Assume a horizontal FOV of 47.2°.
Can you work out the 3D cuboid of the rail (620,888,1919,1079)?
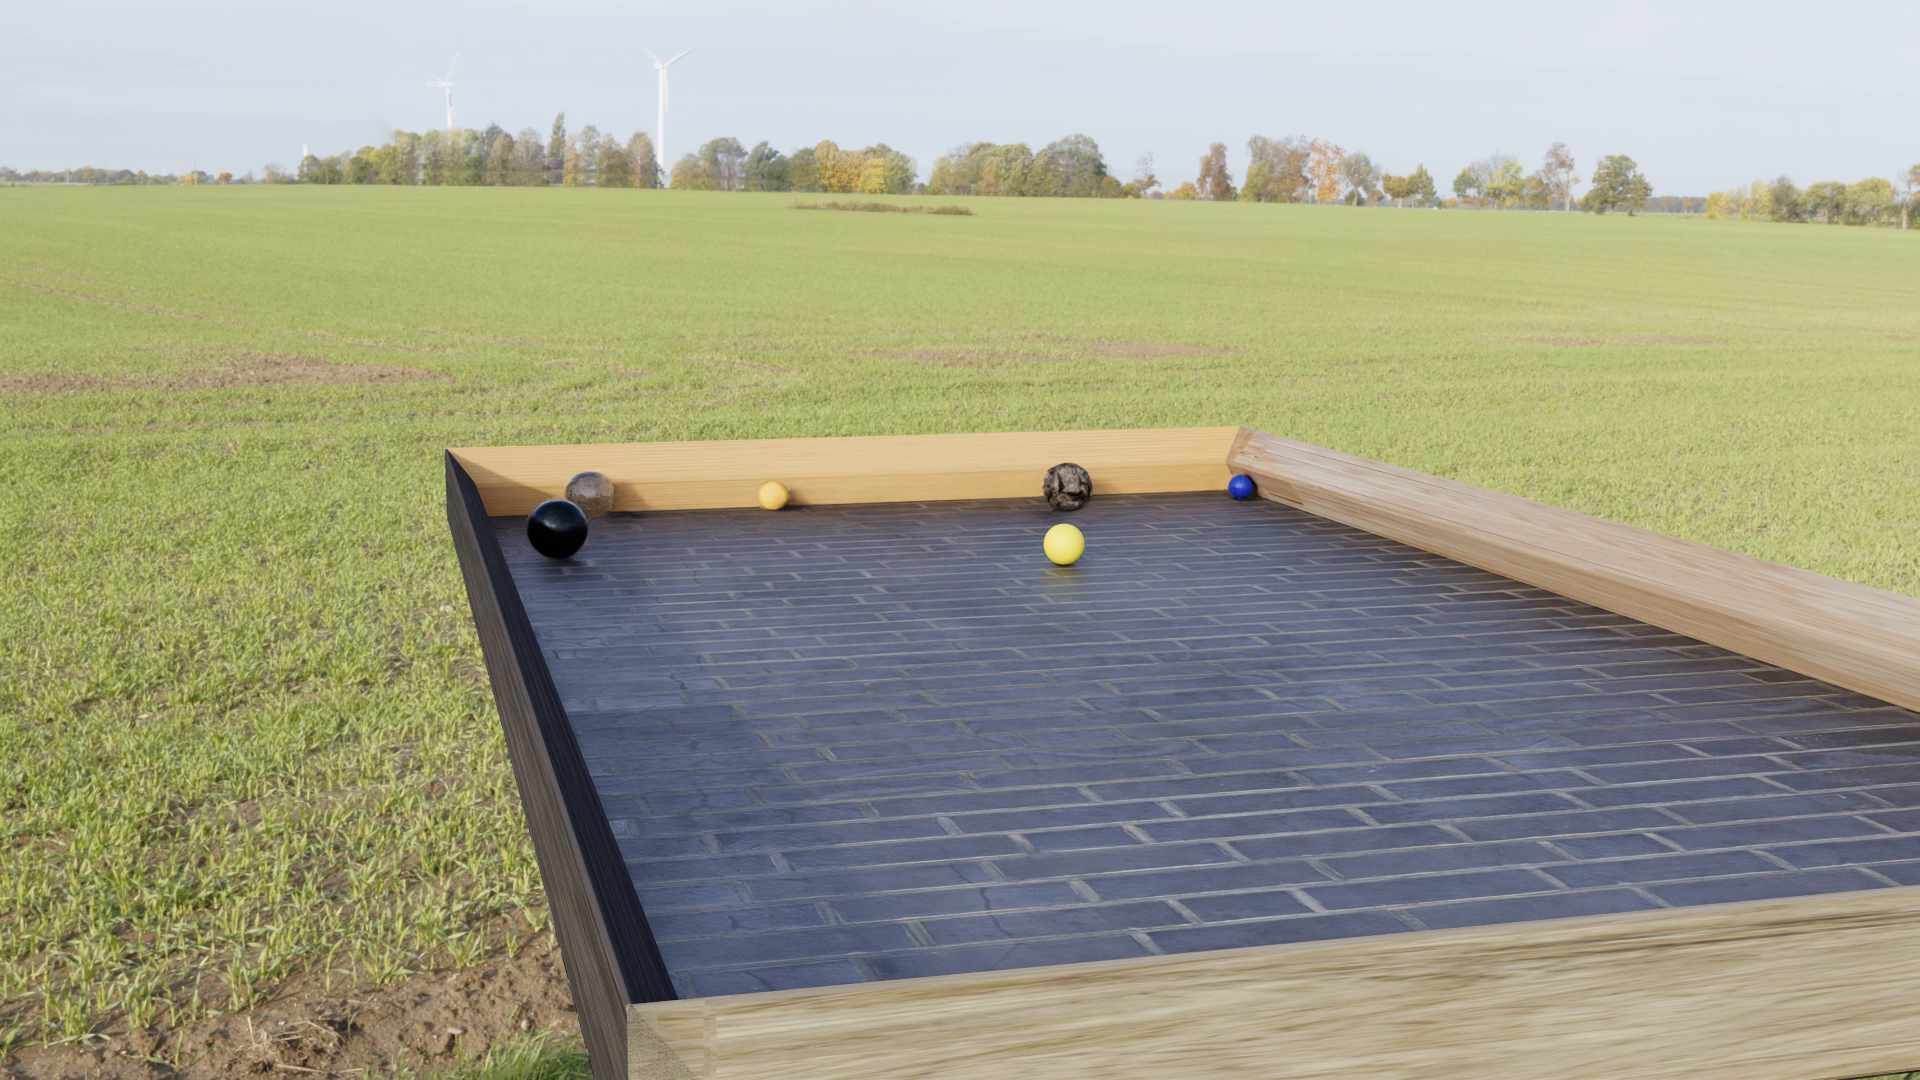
[{"bbox_3d":[0.514,0.265,1.336,1.428,0.116,0.045,-2,9,-15],"label":"rail"}]

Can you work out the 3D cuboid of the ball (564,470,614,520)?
[{"bbox_3d":[-0.618,-0.075,3.672,0.082,0.082,0.082,0,9,0],"label":"ball"}]

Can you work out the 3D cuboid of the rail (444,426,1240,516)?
[{"bbox_3d":[-0.167,-0.121,3.851,1.428,0.116,0.045,-2,9,-15],"label":"rail"}]

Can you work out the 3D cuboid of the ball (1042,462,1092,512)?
[{"bbox_3d":[0.183,-0.091,3.774,0.084,0.084,0.084,0,9,0],"label":"ball"}]

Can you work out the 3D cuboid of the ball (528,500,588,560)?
[{"bbox_3d":[-0.597,-0.016,3.263,0.089,0.089,0.089,0,9,0],"label":"ball"}]

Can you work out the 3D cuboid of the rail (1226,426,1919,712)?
[{"bbox_3d":[0.840,0.045,2.770,0.045,0.116,2.681,-2,9,-15],"label":"rail"}]

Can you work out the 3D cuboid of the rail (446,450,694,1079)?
[{"bbox_3d":[-0.494,0.099,2.417,0.045,0.116,2.681,-2,9,-15],"label":"rail"}]

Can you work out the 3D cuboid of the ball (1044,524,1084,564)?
[{"bbox_3d":[0.152,0.006,3.214,0.060,0.060,0.060,0,9,0],"label":"ball"}]

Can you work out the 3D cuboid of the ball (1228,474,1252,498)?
[{"bbox_3d":[0.501,-0.095,3.932,0.044,0.044,0.044,0,9,0],"label":"ball"}]

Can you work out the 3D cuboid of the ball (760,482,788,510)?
[{"bbox_3d":[-0.321,-0.076,3.784,0.050,0.050,0.050,0,9,0],"label":"ball"}]
